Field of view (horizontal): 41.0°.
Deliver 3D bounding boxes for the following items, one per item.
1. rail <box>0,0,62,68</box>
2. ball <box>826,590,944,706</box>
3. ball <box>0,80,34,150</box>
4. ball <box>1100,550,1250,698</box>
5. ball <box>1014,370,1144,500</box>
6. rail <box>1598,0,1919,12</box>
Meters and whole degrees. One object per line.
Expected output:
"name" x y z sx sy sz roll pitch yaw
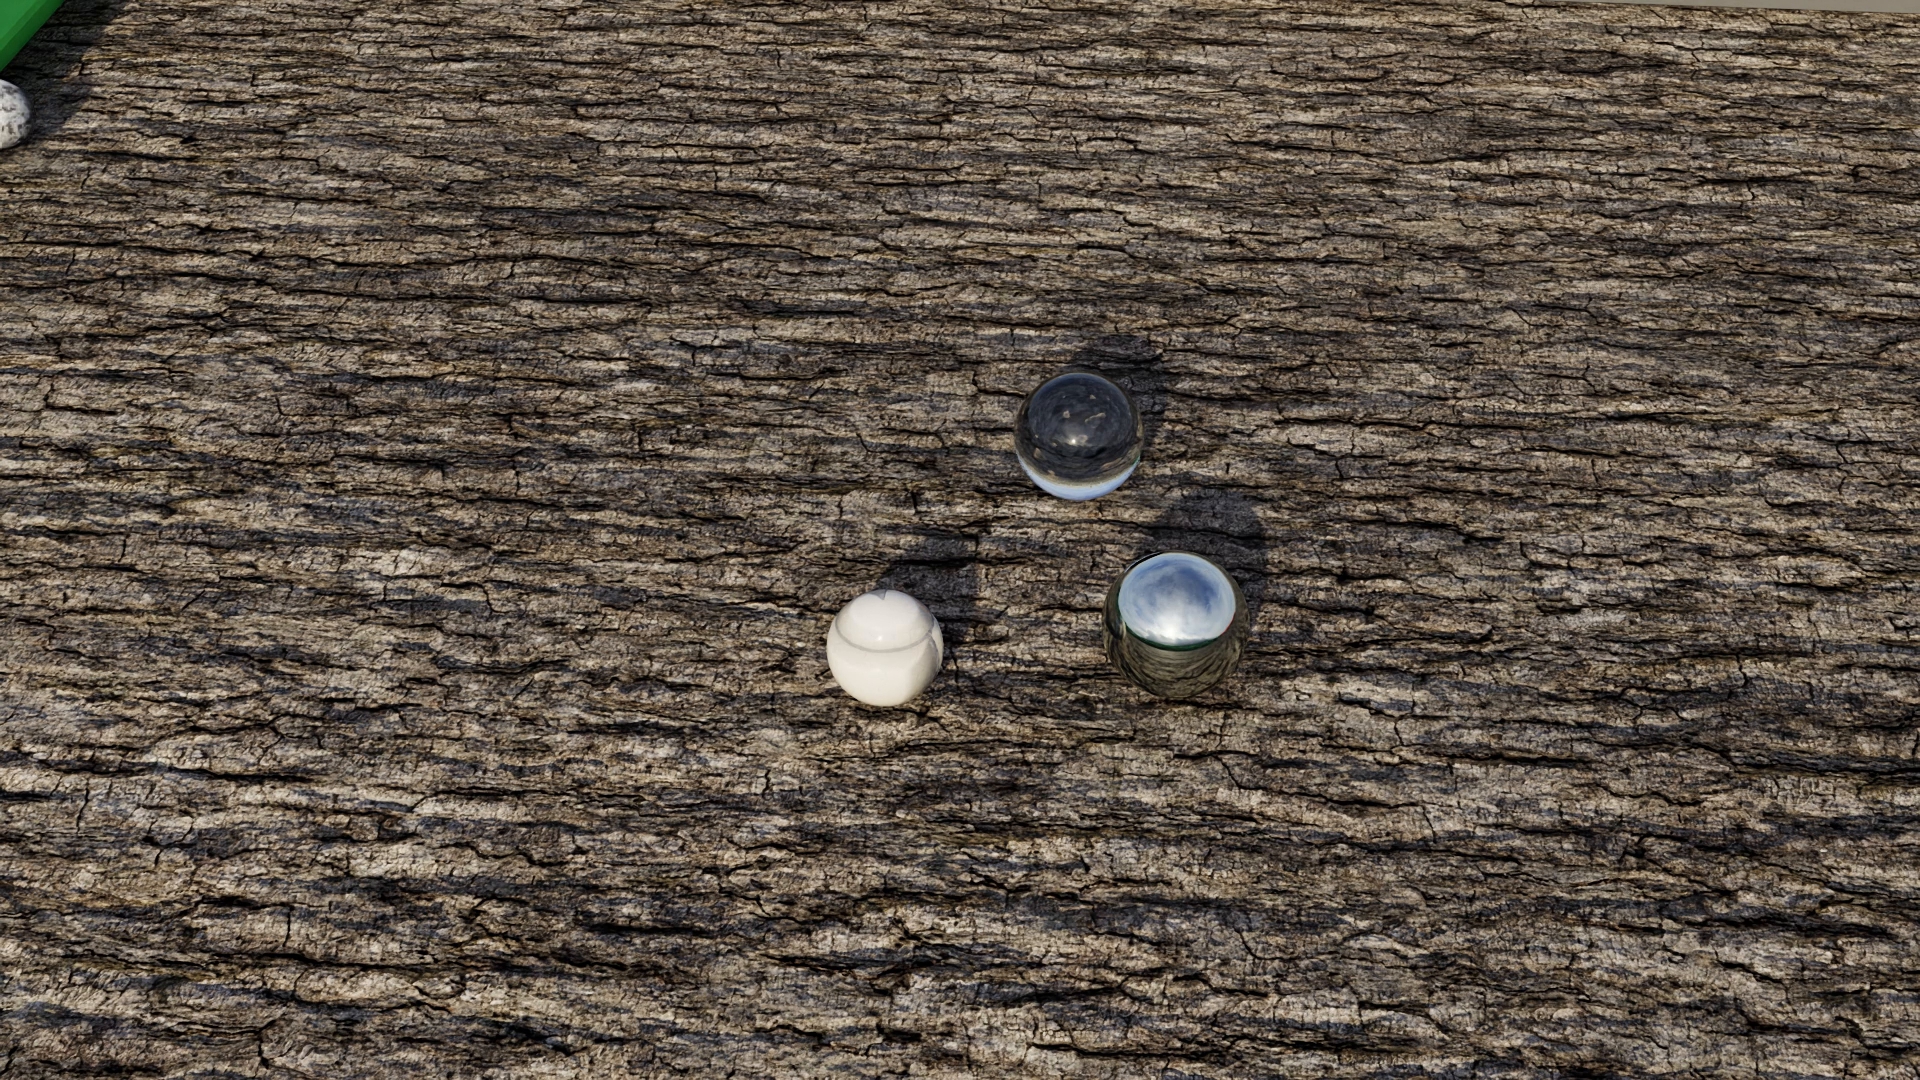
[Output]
"rail" -0.928 -0.067 1.757 0.045 0.122 2.008 3 36 4
"ball" -0.047 0.068 1.612 0.074 0.074 0.074 0 36 0
"ball" -0.840 -0.371 2.236 0.061 0.061 0.061 0 36 0
"ball" 0.135 0.053 1.616 0.094 0.094 0.094 0 36 0
"ball" 0.083 -0.073 1.794 0.091 0.091 0.091 0 36 0
"rail" 1.036 -0.541 2.419 3.822 0.122 0.045 3 36 4
